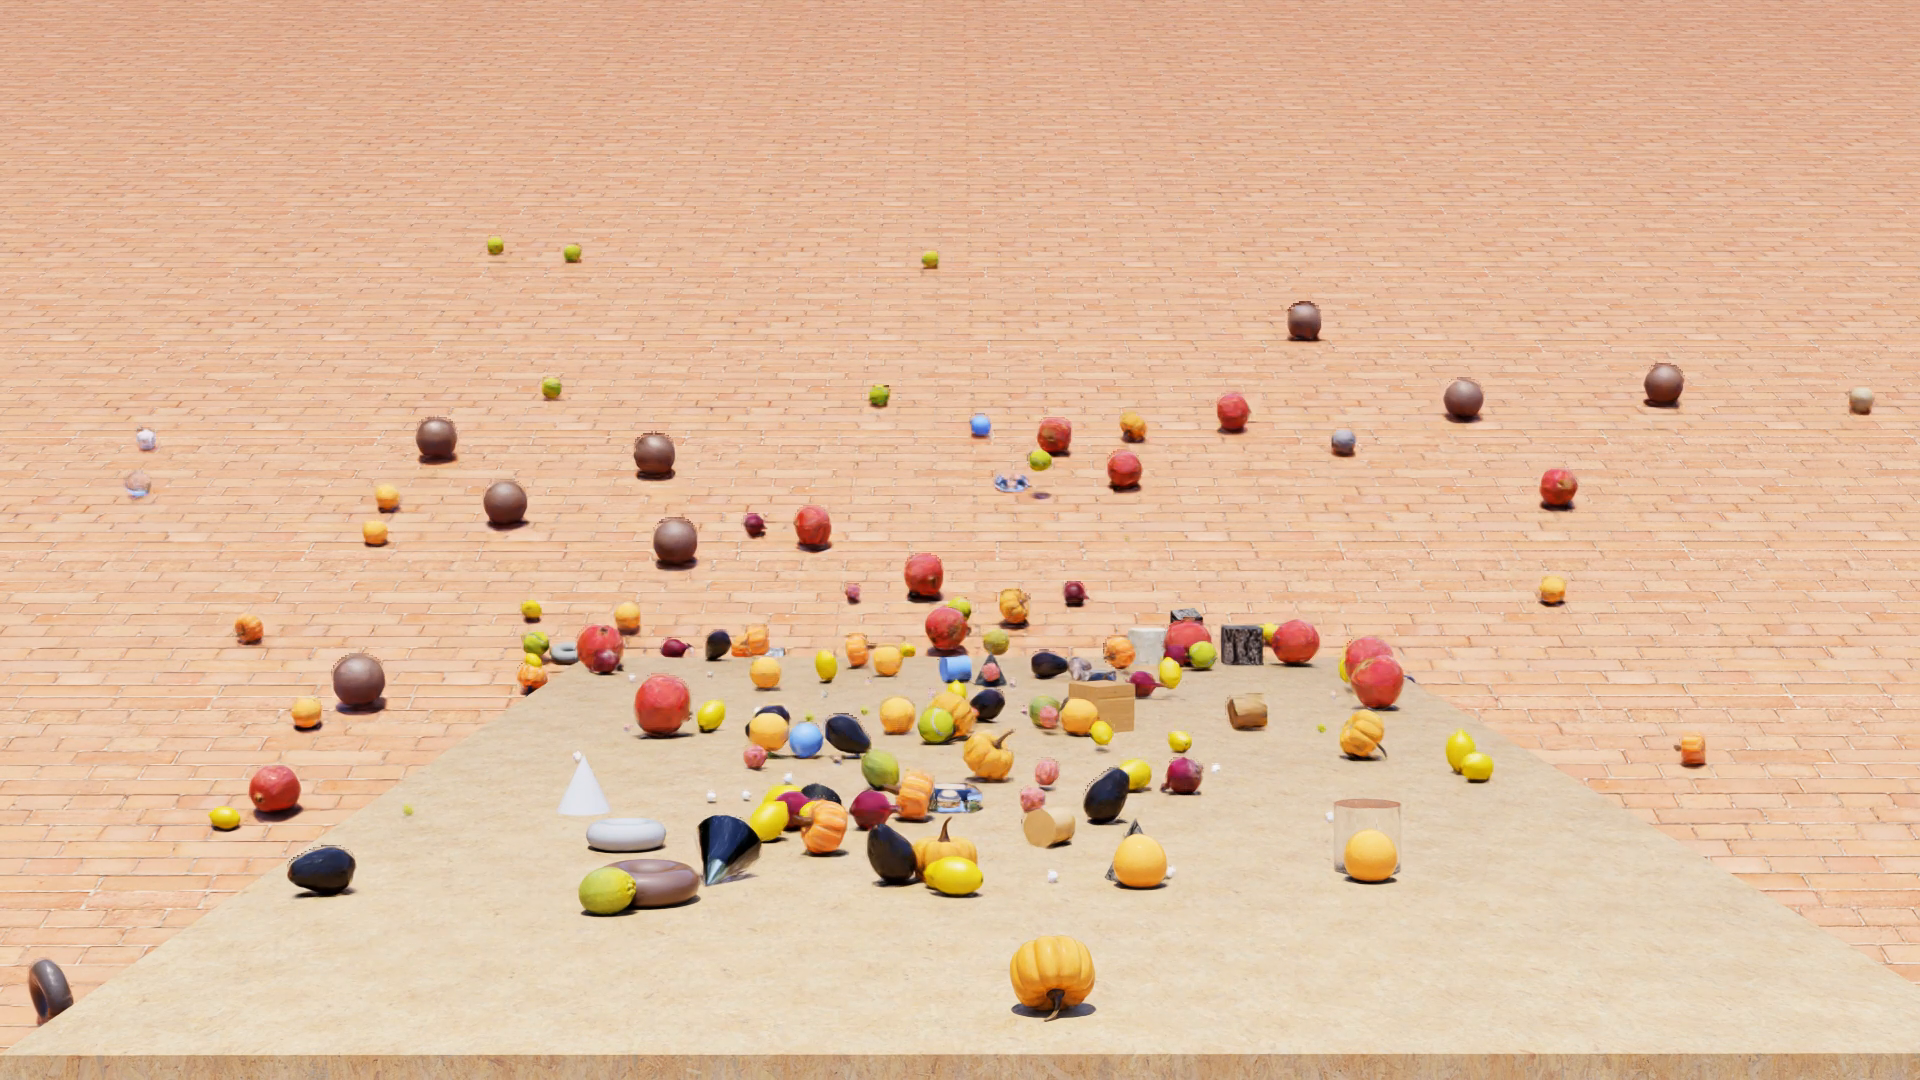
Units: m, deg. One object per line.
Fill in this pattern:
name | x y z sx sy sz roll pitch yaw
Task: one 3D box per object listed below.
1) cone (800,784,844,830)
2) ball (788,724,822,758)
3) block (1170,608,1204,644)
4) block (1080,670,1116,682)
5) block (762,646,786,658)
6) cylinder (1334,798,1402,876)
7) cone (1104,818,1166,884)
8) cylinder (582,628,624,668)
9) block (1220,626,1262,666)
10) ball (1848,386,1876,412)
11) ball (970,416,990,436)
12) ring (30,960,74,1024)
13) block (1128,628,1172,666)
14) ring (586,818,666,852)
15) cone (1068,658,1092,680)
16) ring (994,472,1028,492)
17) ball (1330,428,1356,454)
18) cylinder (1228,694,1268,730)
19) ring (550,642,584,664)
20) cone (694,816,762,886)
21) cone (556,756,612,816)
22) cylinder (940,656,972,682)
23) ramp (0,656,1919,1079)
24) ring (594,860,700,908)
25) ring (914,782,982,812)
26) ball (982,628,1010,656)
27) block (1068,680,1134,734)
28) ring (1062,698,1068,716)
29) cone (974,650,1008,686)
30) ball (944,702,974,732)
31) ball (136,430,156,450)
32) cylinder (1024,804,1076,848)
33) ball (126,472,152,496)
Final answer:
cone | -0.223 0.419 3.900 0.071 0.071 0.071 8 43 20
ball | -0.280 0.364 4.669 0.062 0.062 0.062 0 22 0
block | 0.605 0.228 6.869 0.068 0.068 0.068 -6 22 -14
block | 0.303 0.316 5.623 0.058 0.058 0.058 1 3 26
block | -0.481 0.314 6.640 0.054 0.054 0.054 1 54 6
cylinder | 0.560 0.408 3.531 0.092 0.092 0.092 0 3 0
cone | 0.237 0.416 3.475 0.083 0.083 0.083 0 3 0
cylinder | -0.874 0.264 6.308 0.090 0.090 0.090 0 1 -1
block | 0.695 0.260 6.352 0.092 0.092 0.092 0 3 -1
ball | 3.026 -0.473 8.627 0.084 0.084 0.084 0 22 0
ball | 0.067 -0.372 8.393 0.066 0.066 0.066 0 22 0
ring | -1.791 0.899 5.067 0.049 0.148 0.148 -18 28 -36
block | 0.470 0.264 6.361 0.084 0.084 0.084 -1 3 -17
ring | -0.483 0.426 3.718 0.115 0.038 0.115 0 2 0
cone | 0.273 0.313 5.988 0.058 0.058 0.058 5 31 12
ring | 0.159 -0.179 7.946 0.108 0.036 0.108 1 21 0
ball | 1.228 -0.316 8.231 0.081 0.081 0.081 0 22 0
cylinder | 0.567 0.339 5.060 0.062 0.062 0.062 -7 22 -9
ring | -1.027 0.296 6.746 0.097 0.032 0.097 1 21 0
cone | -0.326 0.437 3.453 0.096 0.096 0.096 5 31 12
cone | -0.593 0.383 4.053 0.089 0.089 0.089 0 3 0
cylinder | -0.010 0.299 5.945 0.059 0.059 0.059 -1 21 -20
ramp | 0.050 0.452 4.532 2.000 0.100 4.000 0 3 0
ring | -0.405 0.443 3.319 0.137 0.046 0.137 1 4 0
ring | -0.018 0.408 4.075 0.108 0.036 0.108 1 2 0
ball | 0.093 0.261 6.563 0.072 0.072 0.072 0 22 0
block | 0.278 0.328 5.056 0.092 0.092 0.092 -2 4 -36
ring | 0.276 0.342 5.252 0.135 0.045 0.135 1 3 0
cone | 0.071 0.292 5.886 0.078 0.078 0.078 0 3 0
ball | -0.003 0.345 5.018 0.060 0.060 0.060 0 22 0
ball | -2.620 -0.323 8.274 0.063 0.063 0.063 0 22 0
cylinder | 0.130 0.416 3.737 0.055 0.055 0.055 14 10 32
ball | -2.514 -0.171 7.869 0.078 0.078 0.078 0 22 0
